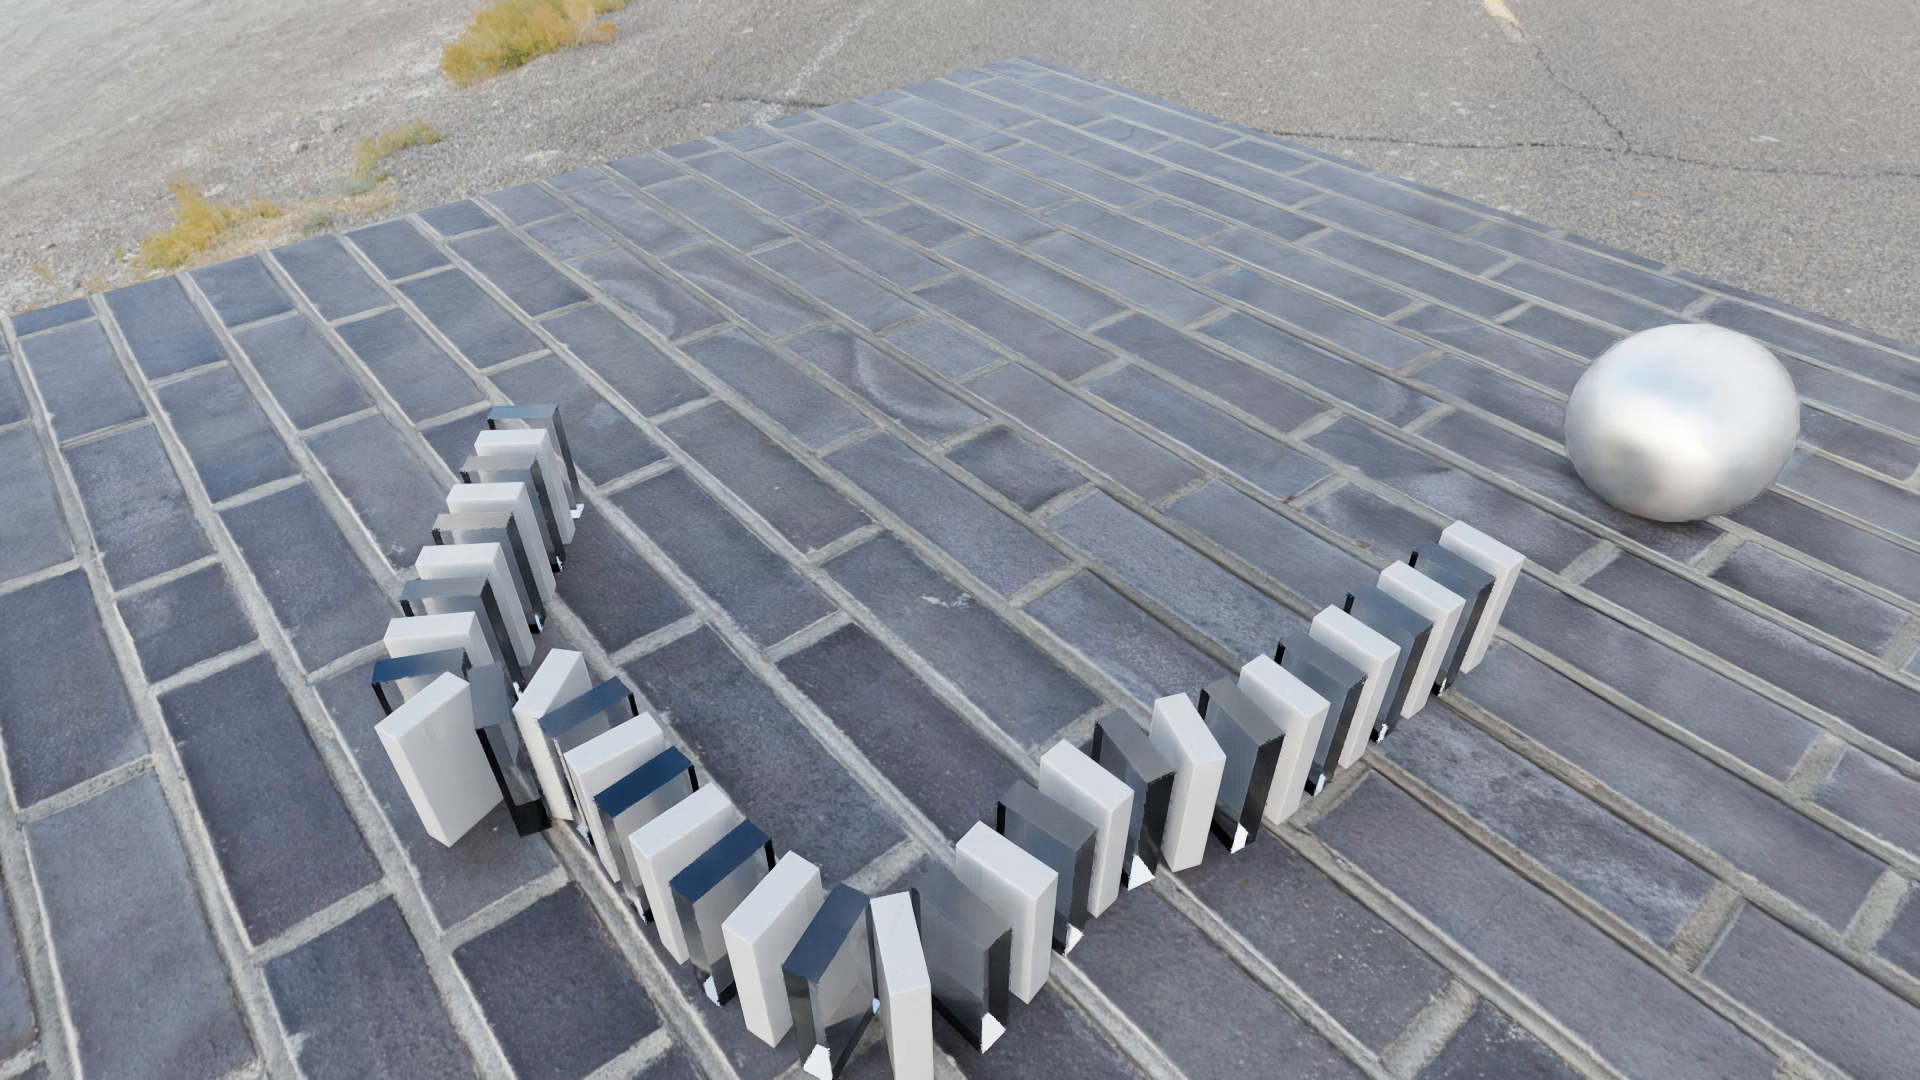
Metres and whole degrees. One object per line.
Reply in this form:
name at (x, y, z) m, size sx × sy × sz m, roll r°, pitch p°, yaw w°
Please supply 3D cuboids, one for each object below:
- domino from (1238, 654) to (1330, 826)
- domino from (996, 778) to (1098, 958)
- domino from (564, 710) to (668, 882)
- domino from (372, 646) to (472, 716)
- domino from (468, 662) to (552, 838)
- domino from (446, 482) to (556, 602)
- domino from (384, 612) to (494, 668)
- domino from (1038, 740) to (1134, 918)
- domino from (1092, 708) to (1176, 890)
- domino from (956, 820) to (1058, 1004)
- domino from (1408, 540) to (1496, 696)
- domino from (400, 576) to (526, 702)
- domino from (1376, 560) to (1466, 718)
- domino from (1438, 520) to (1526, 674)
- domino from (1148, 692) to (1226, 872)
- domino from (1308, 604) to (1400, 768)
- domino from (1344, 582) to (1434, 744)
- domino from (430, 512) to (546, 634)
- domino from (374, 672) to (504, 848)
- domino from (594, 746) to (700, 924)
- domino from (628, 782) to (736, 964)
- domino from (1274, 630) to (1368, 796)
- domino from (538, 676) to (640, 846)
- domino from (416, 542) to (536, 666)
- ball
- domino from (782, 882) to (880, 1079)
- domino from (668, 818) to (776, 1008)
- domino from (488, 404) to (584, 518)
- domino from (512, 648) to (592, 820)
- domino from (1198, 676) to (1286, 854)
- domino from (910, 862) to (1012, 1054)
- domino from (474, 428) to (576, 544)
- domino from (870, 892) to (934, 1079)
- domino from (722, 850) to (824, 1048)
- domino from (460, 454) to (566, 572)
domino at (0.095, 0.062, 0.336) m, size 0.009 × 0.050 × 0.025 m, roll -26°, pitch 46°, yaw -28°
domino at (0.023, 0.090, 0.301) m, size 0.025 × 0.050 × 0.010 m, roll 27°, pitch 47°, yaw 29°
domino at (-0.096, 0.075, 0.320) m, size 0.025 × 0.050 × 0.009 m, roll -27°, pitch 46°, yaw -29°
domino at (-0.161, 0.056, 0.343) m, size 0.025 × 0.050 × 0.009 m, roll -9°, pitch 40°, yaw -11°
domino at (-0.136, 0.064, 0.333) m, size 0.010 × 0.050 × 0.025 m, roll -15°, pitch 42°, yaw -18°
domino at (-0.170, 0.002, 0.409) m, size 0.025 × 0.050 × 0.010 m, roll -2°, pitch 39°, yaw -3°
domino at (-0.164, 0.046, 0.356) m, size 0.025 × 0.050 × 0.009 m, roll -5°, pitch 40°, yaw -6°
domino at (0.034, 0.082, 0.311) m, size 0.010 × 0.050 × 0.025 m, roll -32°, pitch 49°, yaw -33°
domino at (0.048, 0.076, 0.319) m, size 0.010 × 0.050 × 0.025 m, roll -18°, pitch 43°, yaw -21°
domino at (0.012, 0.099, 0.291) m, size 0.025 × 0.050 × 0.009 m, roll 27°, pitch 47°, yaw 29°
domino at (0.163, 0.027, 0.378) m, size 0.009 × 0.050 × 0.025 m, roll -26°, pitch 46°, yaw -28°
domino at (-0.166, 0.035, 0.369) m, size 0.025 × 0.050 × 0.009 m, roll -4°, pitch 39°, yaw -4°
domino at (0.149, 0.034, 0.370) m, size 0.009 × 0.050 × 0.025 m, roll -26°, pitch 46°, yaw -28°
domino at (0.177, 0.020, 0.387) m, size 0.009 × 0.050 × 0.025 m, roll -26°, pitch 46°, yaw -28°
domino at (0.064, 0.072, 0.324) m, size 0.009 × 0.050 × 0.025 m, roll -11°, pitch 41°, yaw -14°
domino at (0.122, 0.048, 0.353) m, size 0.009 × 0.050 × 0.025 m, roll -28°, pitch 47°, yaw -29°
domino at (0.136, 0.041, 0.362) m, size 0.010 × 0.050 × 0.025 m, roll -26°, pitch 46°, yaw -28°
domino at (-0.169, 0.013, 0.396) m, size 0.025 × 0.050 × 0.009 m, roll -2°, pitch 39°, yaw -3°
domino at (-0.154, 0.066, 0.330) m, size 0.010 × 0.050 × 0.025 m, roll 21°, pitch 44°, yaw 23°
domino at (-0.084, 0.084, 0.309) m, size 0.010 × 0.050 × 0.025 m, roll 32°, pitch 49°, yaw 33°
domino at (-0.072, 0.091, 0.300) m, size 0.025 × 0.050 × 0.009 m, roll -31°, pitch 49°, yaw -32°
domino at (0.108, 0.055, 0.345) m, size 0.010 × 0.050 × 0.025 m, roll -28°, pitch 47°, yaw -30°
domino at (-0.107, 0.067, 0.330) m, size 0.025 × 0.050 × 0.009 m, roll -31°, pitch 48°, yaw -32°
domino at (-0.167, 0.024, 0.382) m, size 0.025 × 0.050 × 0.009 m, roll -3°, pitch 39°, yaw -4°
ball at (0.290, -0.047, 0.446) m, size 0.080 × 0.080 × 0.080 m, roll 0°, pitch 39°, yaw 0°
domino at (-0.031, 0.112, 0.275) m, size 0.009 × 0.050 × 0.025 m, roll 17°, pitch 42°, yaw 20°
domino at (-0.060, 0.099, 0.290) m, size 0.010 × 0.050 × 0.025 m, roll 29°, pitch 48°, yaw 31°
domino at (-0.173, -0.031, 0.450) m, size 0.025 × 0.050 × 0.009 m, roll -2°, pitch 39°, yaw -3°
domino at (-0.121, 0.060, 0.338) m, size 0.010 × 0.050 × 0.025 m, roll 6°, pitch 40°, yaw 8°
domino at (0.081, 0.068, 0.329) m, size 0.009 × 0.050 × 0.025 m, roll -19°, pitch 43°, yaw -22°
domino at (0.000, 0.107, 0.281) m, size 0.009 × 0.050 × 0.025 m, roll -32°, pitch 49°, yaw -33°
domino at (-0.172, -0.020, 0.436) m, size 0.025 × 0.050 × 0.009 m, roll -2°, pitch 39°, yaw -2°
domino at (-0.014, 0.113, 0.273) m, size 0.010 × 0.050 × 0.025 m, roll -9°, pitch 40°, yaw -11°
domino at (-0.046, 0.106, 0.282) m, size 0.010 × 0.050 × 0.025 m, roll 23°, pitch 44°, yaw 25°
domino at (-0.171, -0.009, 0.423) m, size 0.025 × 0.050 × 0.009 m, roll -2°, pitch 39°, yaw -2°
